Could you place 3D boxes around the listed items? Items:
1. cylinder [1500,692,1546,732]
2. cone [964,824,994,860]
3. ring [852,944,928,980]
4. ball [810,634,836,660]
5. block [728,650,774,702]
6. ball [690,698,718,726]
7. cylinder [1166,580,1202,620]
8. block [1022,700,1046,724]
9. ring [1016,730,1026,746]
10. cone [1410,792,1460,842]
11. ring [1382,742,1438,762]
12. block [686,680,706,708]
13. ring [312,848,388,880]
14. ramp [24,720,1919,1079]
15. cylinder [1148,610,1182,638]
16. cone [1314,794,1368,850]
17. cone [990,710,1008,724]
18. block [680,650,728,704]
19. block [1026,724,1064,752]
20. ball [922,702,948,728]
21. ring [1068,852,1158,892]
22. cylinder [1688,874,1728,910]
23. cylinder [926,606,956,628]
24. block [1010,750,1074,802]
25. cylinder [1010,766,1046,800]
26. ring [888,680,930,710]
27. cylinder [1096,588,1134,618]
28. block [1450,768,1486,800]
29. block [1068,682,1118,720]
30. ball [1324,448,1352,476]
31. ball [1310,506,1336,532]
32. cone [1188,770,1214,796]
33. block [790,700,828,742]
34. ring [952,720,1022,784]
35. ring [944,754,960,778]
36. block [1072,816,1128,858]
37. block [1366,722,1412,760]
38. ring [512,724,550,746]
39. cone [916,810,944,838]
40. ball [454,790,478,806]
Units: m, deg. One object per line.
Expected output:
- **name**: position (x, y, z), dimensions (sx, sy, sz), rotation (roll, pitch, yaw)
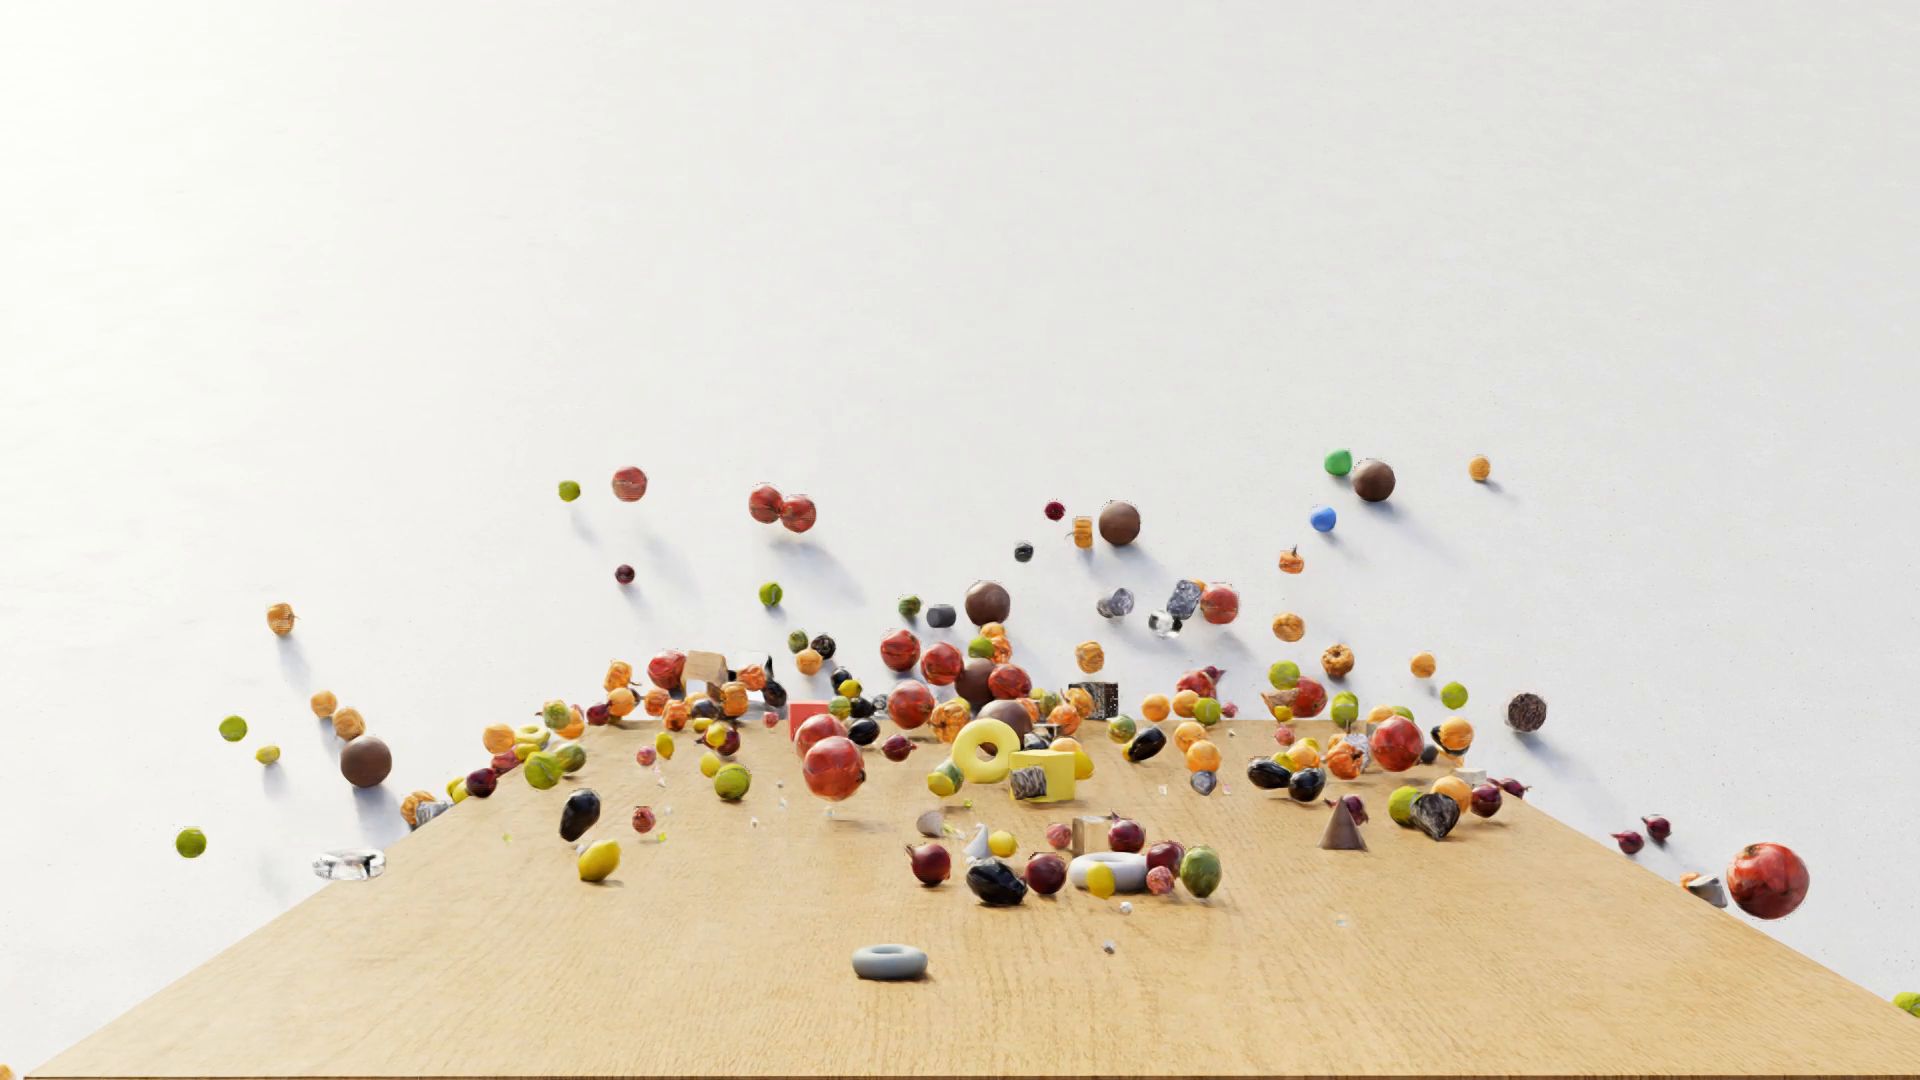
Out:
- **cylinder**: position (1.454, 0.442, 6.659), dimensions (0.100, 0.100, 0.100), rotation (1, -2, 1)
- **cone**: position (0.036, 0.475, 4.083), dimensions (0.052, 0.052, 0.052), rotation (15, 0, 0)
- **ring**: position (-0.085, 0.511, 3.122), dimensions (0.092, 0.031, 0.092), rotation (-1, 2, 0)
- **ball**: position (-0.373, 0.292, 7.033), dimensions (0.070, 0.070, 0.070), rotation (0, 27, 0)
- **block**: position (-0.555, 0.360, 6.859), dimensions (0.092, 0.092, 0.092), rotation (4, 33, 14)
- **ball**: position (-0.634, 0.427, 6.386), dimensions (0.072, 0.072, 0.072), rotation (0, 27, 0)
- **cylinder**: position (0.621, 0.167, 7.167), dimensions (0.078, 0.078, 0.078), rotation (12, 43, -11)
- **block**: position (0.188, 0.433, 6.483), dimensions (0.054, 0.054, 0.054), rotation (0, 1, -6)
- **ring**: position (0.171, 0.455, 5.915), dimensions (0.098, 0.033, 0.098), rotation (0, 2, 0)
- **cone**: position (0.800, 0.483, 4.330), dimensions (0.084, 0.084, 0.084), rotation (2, 28, 4)
- **ring**: position (0.967, 0.458, 5.554), dimensions (0.120, 0.040, 0.120), rotation (-1, -3, 0)
- **block**: position (-0.688, 0.403, 6.733), dimensions (0.051, 0.051, 0.051), rotation (3, 41, -10)
- **ring**: position (-0.927, 0.492, 3.918), dimensions (0.113, 0.038, 0.113), rotation (-1, 2, 0)
- **ramp**: position (0.061, 0.547, 4.583), dimensions (2.000, 0.100, 4.000), rotation (0, 1, 0)
- **cylinder**: position (0.567, 0.232, 7.145), dimensions (0.066, 0.066, 0.066), rotation (-17, 23, -30)
- **cone**: position (0.625, 0.460, 4.235), dimensions (0.086, 0.086, 0.086), rotation (0, 1, 0)
- **cone**: position (0.106, 0.451, 5.972), dimensions (0.085, 0.085, 0.085), rotation (28, 34, 13)
- **block**: position (-0.674, 0.363, 6.830), dimensions (0.095, 0.095, 0.095), rotation (6, 53, 11)
- **block**: position (0.189, 0.442, 5.709), dimensions (0.067, 0.067, 0.067), rotation (0, 1, 21)
- **ball**: position (-0.063, 0.432, 6.376), dimensions (0.061, 0.061, 0.061), rotation (0, 27, 0)
- **ring**: position (0.225, 0.491, 3.811), dimensions (0.132, 0.044, 0.132), rotation (0, 2, 0)
- **cylinder**: position (1.290, 0.611, 4.450), dimensions (0.053, 0.053, 0.053), rotation (-23, 0, 0)
- **cylinder**: position (-0.052, 0.215, 7.184), dimensions (0.059, 0.059, 0.059), rotation (10, 17, -36)
- **block**: position (0.157, 0.447, 4.899), dimensions (0.087, 0.087, 0.087), rotation (1, 1, 41)
- **cylinder**: position (0.127, 0.453, 4.812), dimensions (0.057, 0.057, 0.057), rotation (-8, 28, -9)
- **ring**: position (-0.136, 0.411, 6.830), dimensions (0.113, 0.038, 0.113), rotation (4, 32, -3)
- **cylinder**: position (0.433, 0.175, 7.223), dimensions (0.078, 0.078, 0.078), rotation (-21, 6, -36)
- **block**: position (0.967, 0.464, 4.916), dimensions (0.052, 0.052, 0.052), rotation (1, 1, 35)
- **block**: position (0.343, 0.413, 6.642), dimensions (0.091, 0.091, 0.091), rotation (-1, -1, 37)
- **ball**: position (1.183, -0.244, 8.072), dimensions (0.091, 0.091, 0.091), rotation (0, 27, 0)
- **ball**: position (1.089, -0.064, 7.729), dimensions (0.079, 0.079, 0.079), rotation (0, 27, 0)
- **cone**: position (0.470, 0.478, 4.955), dimensions (0.053, 0.053, 0.053), rotation (-8, 57, -16)
- **block**: position (-0.353, 0.425, 6.062), dimensions (0.088, 0.088, 0.088), rotation (0, 1, -4)
- **ring**: position (0.053, 0.419, 5.111), dimensions (0.137, 0.046, 0.137), rotation (-3, 64, 5)
- **ring**: position (0.000, 0.446, 5.270), dimensions (0.030, 0.089, 0.089), rotation (38, 28, -8)
- **block**: position (0.222, 0.474, 4.101), dimensions (0.064, 0.064, 0.064), rotation (-1, 1, -26)
- **block**: position (0.939, 0.439, 5.647), dimensions (0.073, 0.073, 0.073), rotation (0, 1, -20)
- **ring**: position (-1.106, 0.504, 6.651), dimensions (0.098, 0.033, 0.098), rotation (1, 19, 0)
- **cone**: position (-0.041, 0.490, 4.356), dimensions (0.051, 0.051, 0.051), rotation (-11, 32, -20)
- **ball**: position (-1.053, 0.587, 5.598), dimensions (0.091, 0.091, 0.091), rotation (0, 27, 0)
